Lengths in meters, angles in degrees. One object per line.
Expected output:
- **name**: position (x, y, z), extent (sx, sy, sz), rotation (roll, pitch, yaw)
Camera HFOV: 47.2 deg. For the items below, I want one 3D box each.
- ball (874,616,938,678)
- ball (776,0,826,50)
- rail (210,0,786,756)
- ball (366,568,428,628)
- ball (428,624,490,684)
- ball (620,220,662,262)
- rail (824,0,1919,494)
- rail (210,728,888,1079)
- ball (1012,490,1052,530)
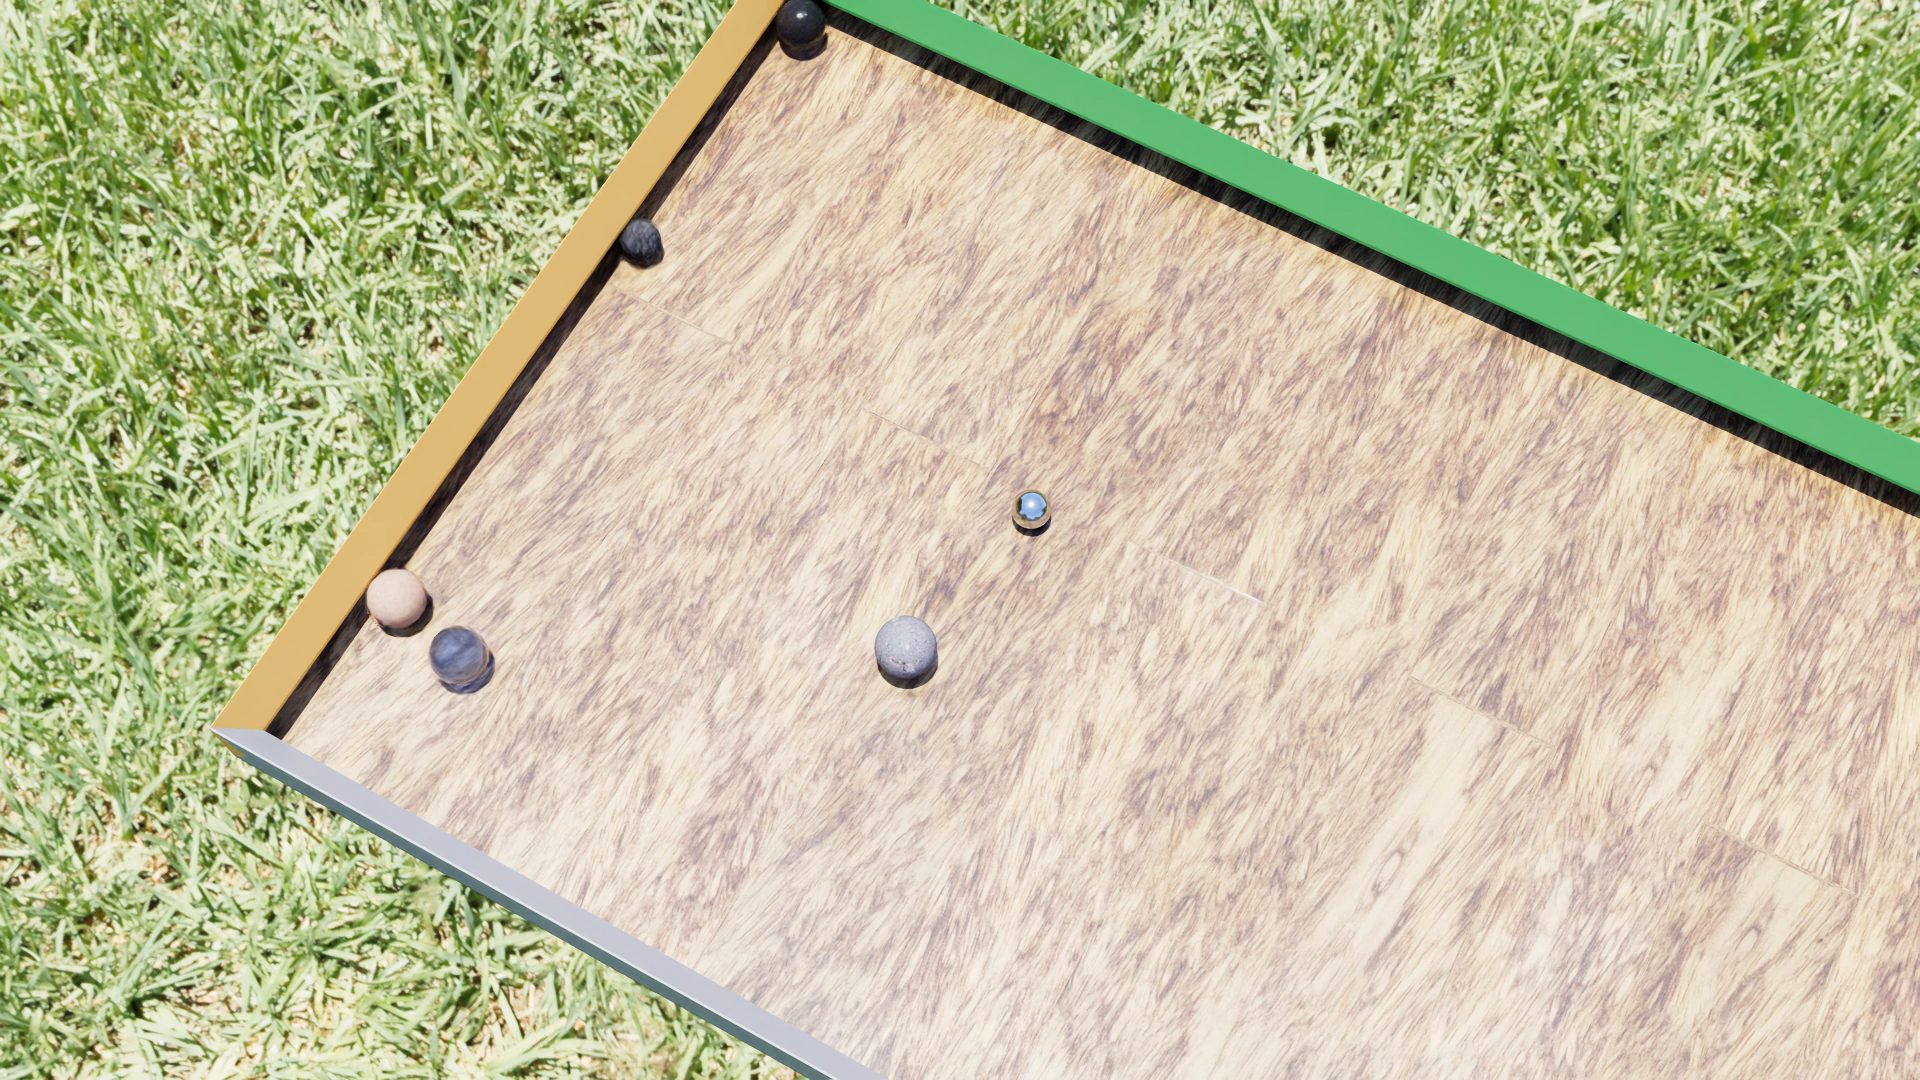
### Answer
- **ball**: position (-0.085, 0.168, 3.455), extent (0.099, 0.099, 0.099), rotation (0, 66, 0)
- **ball**: position (-0.286, -0.928, 3.953), extent (0.090, 0.090, 0.090), rotation (0, 66, 0)
- **rail**: position (-0.704, -0.361, 3.675), extent (0.045, 0.129, 1.703), rotation (26, 68, 11)
- **ball**: position (-0.894, 0.092, 3.492), extent (0.094, 0.094, 0.094), rotation (0, 66, 0)
- **ball**: position (-0.787, 0.180, 3.452), extent (0.094, 0.094, 0.094), rotation (0, 66, 0)
- **ball**: position (-0.549, -0.514, 3.777), extent (0.071, 0.071, 0.071), rotation (0, 66, 0)
- **rail**: position (1.122, -0.311, 3.653), extent (3.304, 0.129, 0.045), rotation (26, 68, 11)
- **rail**: position (0.328, 1.014, 3.057), extent (3.304, 0.129, 0.045), rotation (26, 68, 11)
- **ball**: position (0.116, -0.050, 3.572), extent (0.065, 0.065, 0.065), rotation (0, 66, 0)
